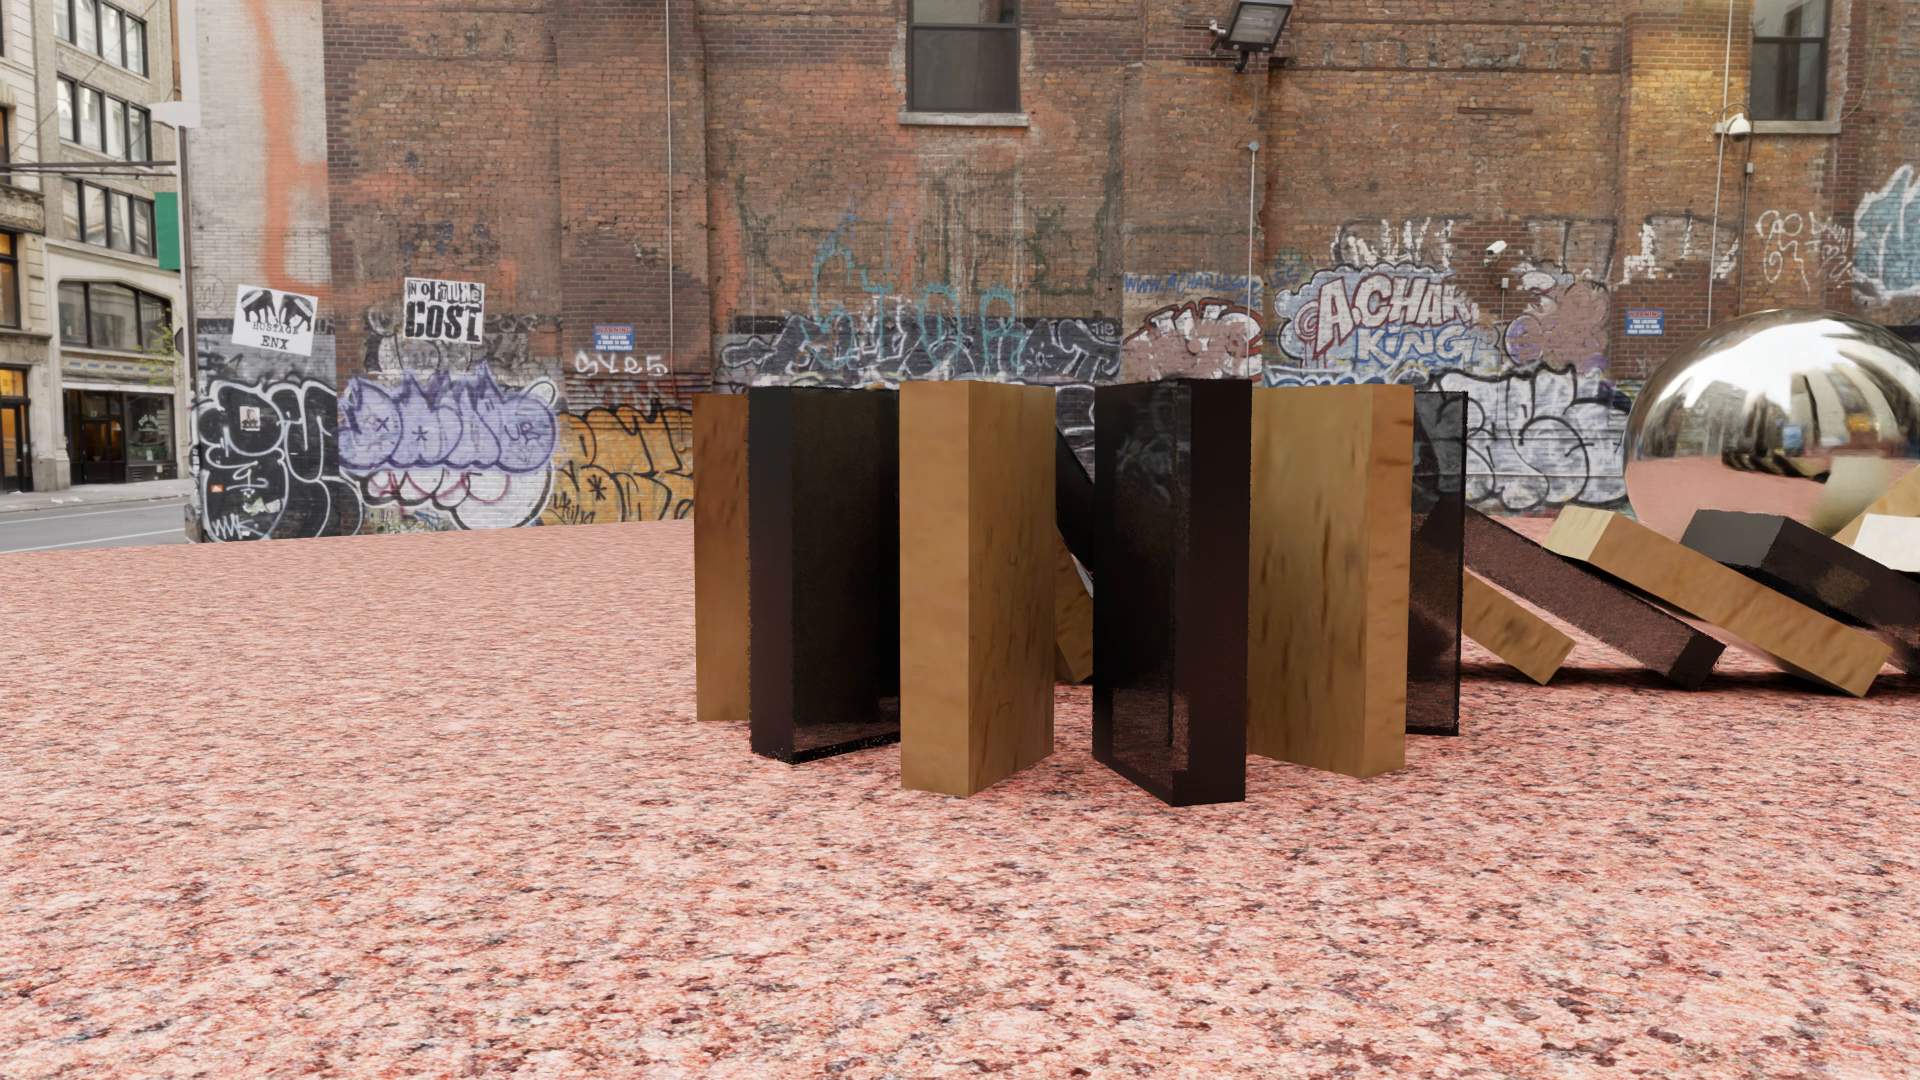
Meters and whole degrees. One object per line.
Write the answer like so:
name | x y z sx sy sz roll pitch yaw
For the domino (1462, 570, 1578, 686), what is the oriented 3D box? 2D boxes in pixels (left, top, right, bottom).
domino | 0.088 0.007 0.240 0.050 0.010 0.025 34 11 9

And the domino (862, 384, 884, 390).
domino | -0.020 -0.002 0.243 0.025 0.050 0.010 -7 17 32

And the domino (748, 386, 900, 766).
domino | -0.016 0.004 0.180 0.025 0.050 0.009 -4 7 -45

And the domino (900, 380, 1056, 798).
domino | 0.003 0.005 0.166 0.010 0.050 0.025 2 5 28

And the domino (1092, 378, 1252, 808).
domino | 0.026 0.005 0.162 0.009 0.050 0.025 -1 4 -16

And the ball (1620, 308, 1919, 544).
ball | 0.229 -0.024 0.358 0.080 0.080 0.080 0 4 0

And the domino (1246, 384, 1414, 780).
domino | 0.047 0.005 0.174 0.009 0.050 0.025 -4 6 -40

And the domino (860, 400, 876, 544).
domino | -0.001 0.001 0.217 0.025 0.050 0.010 1 24 15

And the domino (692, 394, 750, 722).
domino | -0.028 0.002 0.201 0.025 0.050 0.009 0 4 -6

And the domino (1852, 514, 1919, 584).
domino | 0.181 0.011 0.220 0.050 0.010 0.025 25 -3 -21

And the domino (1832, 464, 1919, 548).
domino | 0.229 0.000 0.311 0.025 0.009 0.050 0 -33 -6

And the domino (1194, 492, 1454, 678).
domino | 0.069 0.006 0.247 0.050 0.009 0.025 36 11 8

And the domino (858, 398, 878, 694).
domino | -0.025 0.001 0.225 0.025 0.050 0.009 1 5 19

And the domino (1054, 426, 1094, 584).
domino | 0.025 0.001 0.236 0.009 0.050 0.025 -33 0 4

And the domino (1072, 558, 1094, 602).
domino | 0.013 0.001 0.263 0.009 0.050 0.025 -42 -4 9

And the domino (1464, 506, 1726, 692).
domino | 0.110 0.009 0.235 0.050 0.009 0.025 30 10 9

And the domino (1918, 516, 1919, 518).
domino | 0.231 0.001 0.296 0.025 0.010 0.050 0 -33 -6

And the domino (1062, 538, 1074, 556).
domino | 0.033 0.003 0.262 0.050 0.009 0.025 40 11 6

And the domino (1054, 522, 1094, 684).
domino | 0.008 0.001 0.233 0.009 0.050 0.025 -33 17 -21

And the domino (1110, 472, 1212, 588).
domino | 0.054 0.005 0.252 0.050 0.009 0.025 36 11 8

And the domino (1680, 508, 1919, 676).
domino | 0.156 0.010 0.224 0.050 0.010 0.025 26 3 -3

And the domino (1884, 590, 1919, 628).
domino | 0.232 0.003 0.280 0.025 0.010 0.050 -1 -33 -5

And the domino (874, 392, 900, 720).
domino | 0.000 0.002 0.198 0.025 0.050 0.009 0 9 3

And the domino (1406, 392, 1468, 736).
domino | 0.062 0.003 0.193 0.025 0.050 0.009 1 4 15

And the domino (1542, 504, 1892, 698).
domino | 0.133 0.010 0.229 0.050 0.009 0.025 27 7 5
